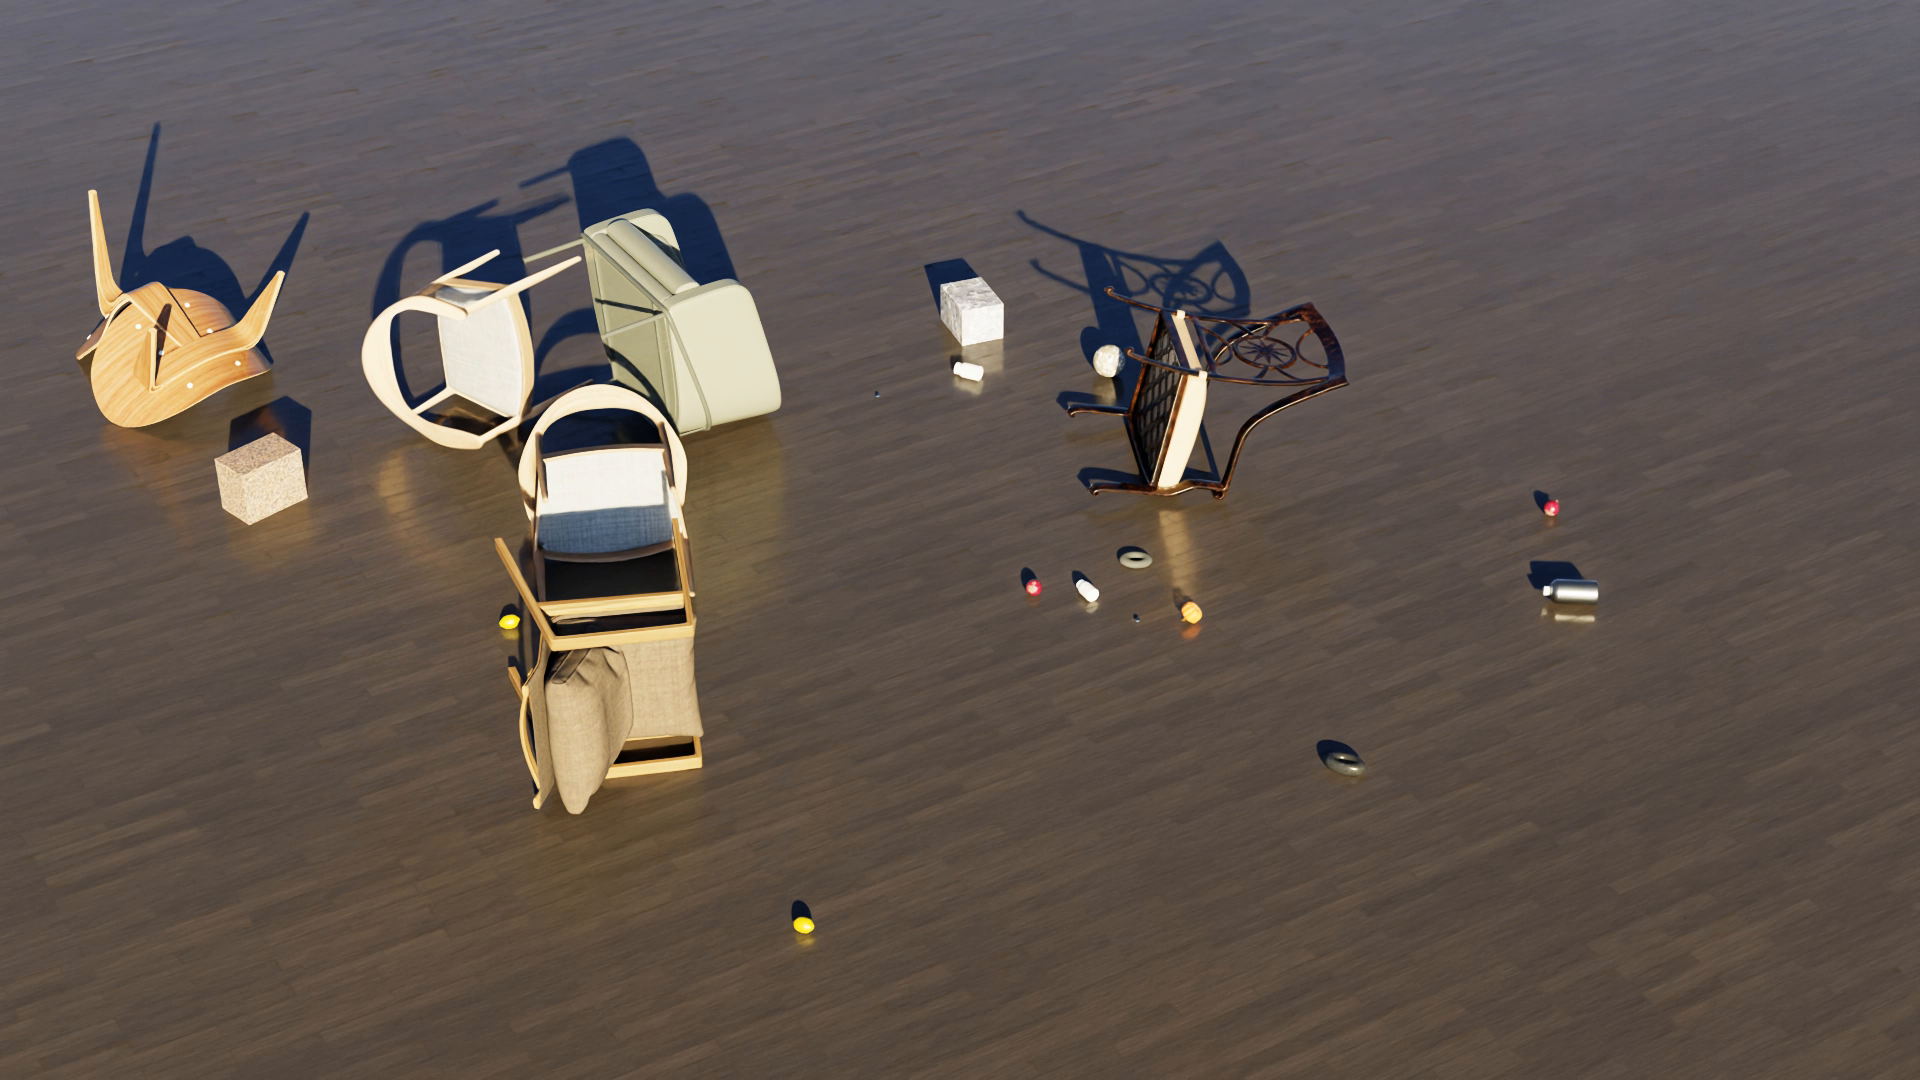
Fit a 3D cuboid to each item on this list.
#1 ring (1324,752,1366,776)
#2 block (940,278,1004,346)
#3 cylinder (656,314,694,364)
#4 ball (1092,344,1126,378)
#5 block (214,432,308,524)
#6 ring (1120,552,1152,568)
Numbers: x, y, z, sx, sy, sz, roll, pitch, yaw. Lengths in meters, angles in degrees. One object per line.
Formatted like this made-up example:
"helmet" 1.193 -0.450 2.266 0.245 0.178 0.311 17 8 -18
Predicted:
"ring" 1.284 0.747 9.769 0.145 0.046 0.083 13 34 17
"block" 0.049 -0.956 12.246 0.183 0.163 0.247 -12 35 -18
"cylinder" -1.173 -0.827 12.065 0.180 0.148 0.128 26 41 34
"ball" 0.607 -0.730 11.930 0.134 0.134 0.134 0 33 0
"block" -2.644 -0.233 11.099 0.173 0.219 0.265 28 42 35
"ring" 0.648 0.073 10.807 0.122 0.029 0.089 2 35 2
